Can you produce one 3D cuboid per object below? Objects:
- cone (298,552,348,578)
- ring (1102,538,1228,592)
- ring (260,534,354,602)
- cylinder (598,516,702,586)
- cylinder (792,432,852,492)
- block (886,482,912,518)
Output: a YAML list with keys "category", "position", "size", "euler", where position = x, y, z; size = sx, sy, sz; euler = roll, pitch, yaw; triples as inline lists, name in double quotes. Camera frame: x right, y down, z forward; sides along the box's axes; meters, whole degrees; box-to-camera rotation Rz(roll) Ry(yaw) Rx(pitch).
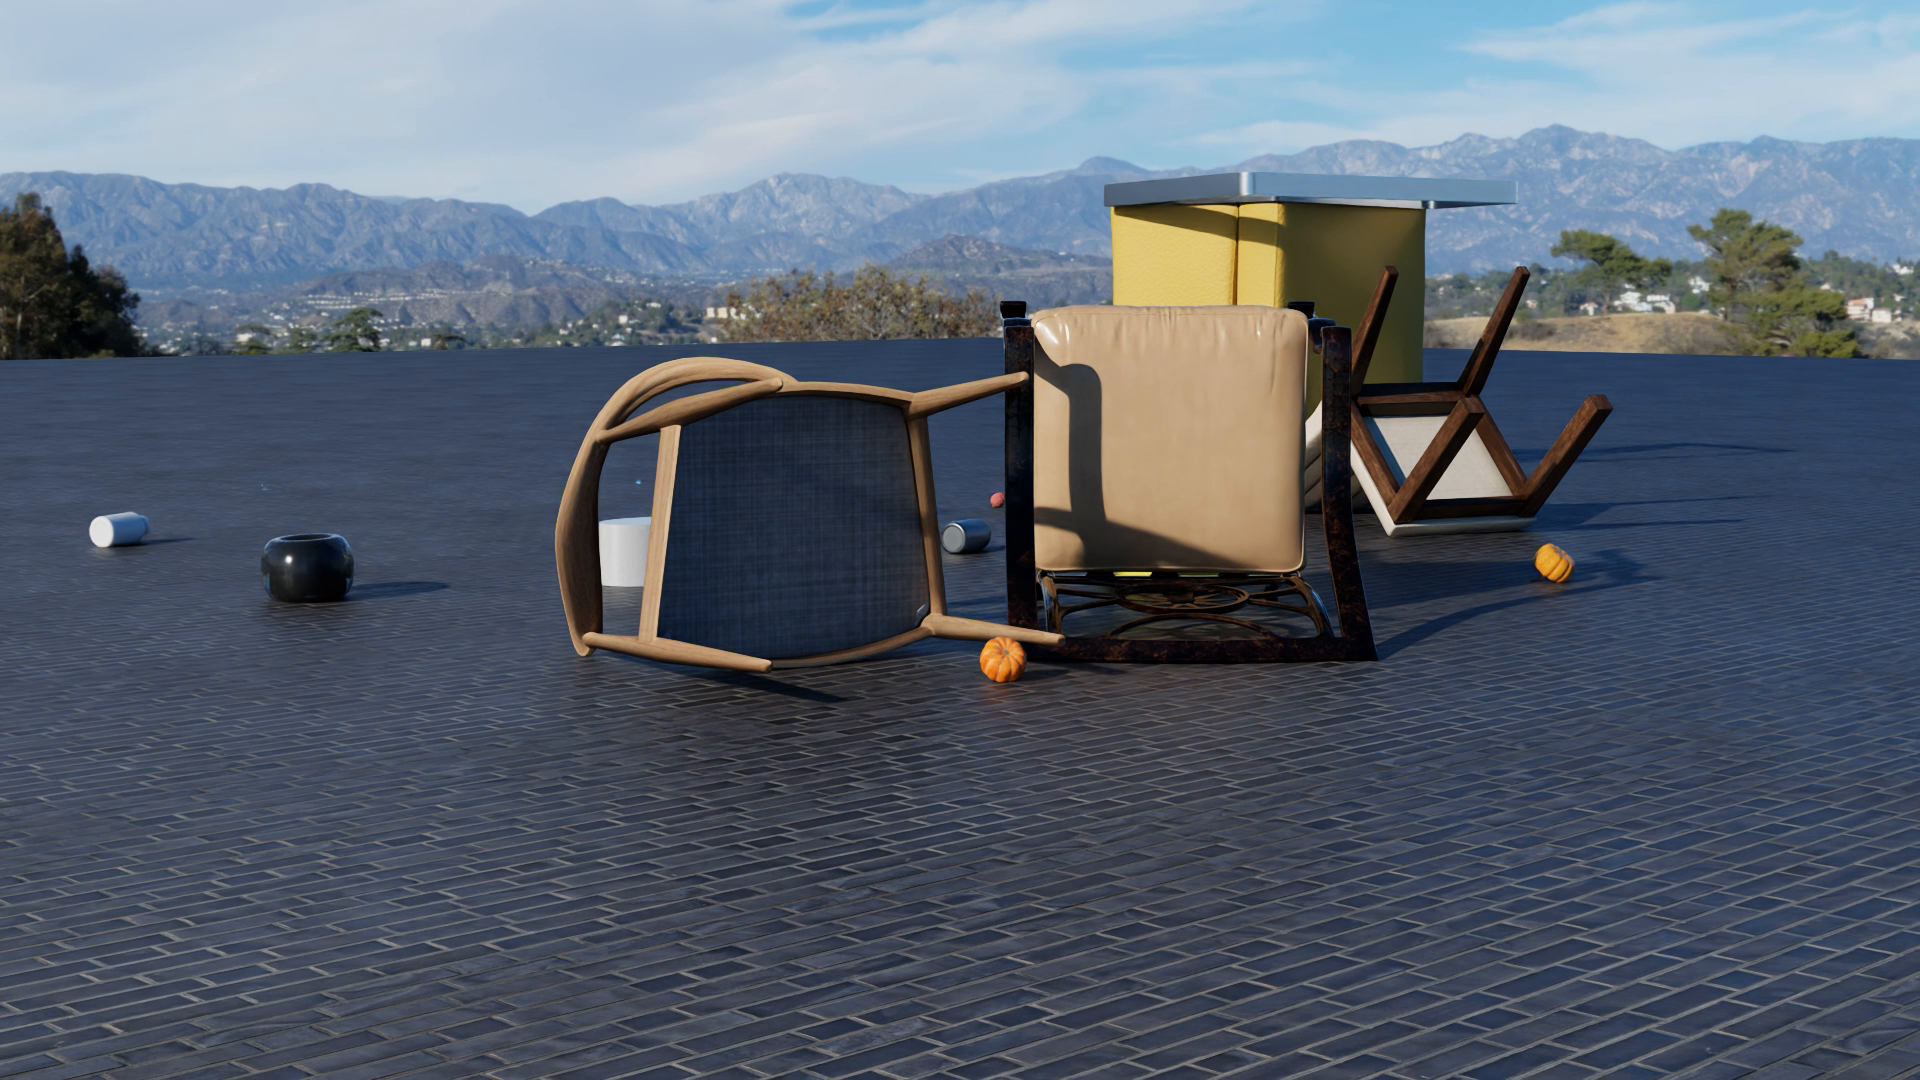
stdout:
- category: "cone"
  position: [-1.382, 0.068, 5.610]
  size: [0.108, 0.061, 0.107]
  euler: [15, -3, -27]
- category: "ring"
  position: [0.436, 0.052, 5.466]
  size: [0.271, 0.092, 0.379]
  euler: [1, 5, 7]
- category: "ring"
  position: [-1.337, 0.057, 5.258]
  size: [0.186, 0.127, 0.244]
  euler: [-3, 5, -10]
- category: "cylinder"
  position: [-0.668, 0.024, 5.540]
  size: [0.232, 0.132, 0.159]
  euler: [-4, 7, -34]
- category: "cylinder"
  position: [-0.425, -0.239, 7.899]
  size: [0.181, 0.172, 0.185]
  euler: [3, 6, -2]
- category: "block"
  position: [-0.166, -0.112, 7.038]
  size: [0.048, 0.094, 0.066]
  euler: [2, 6, 22]
